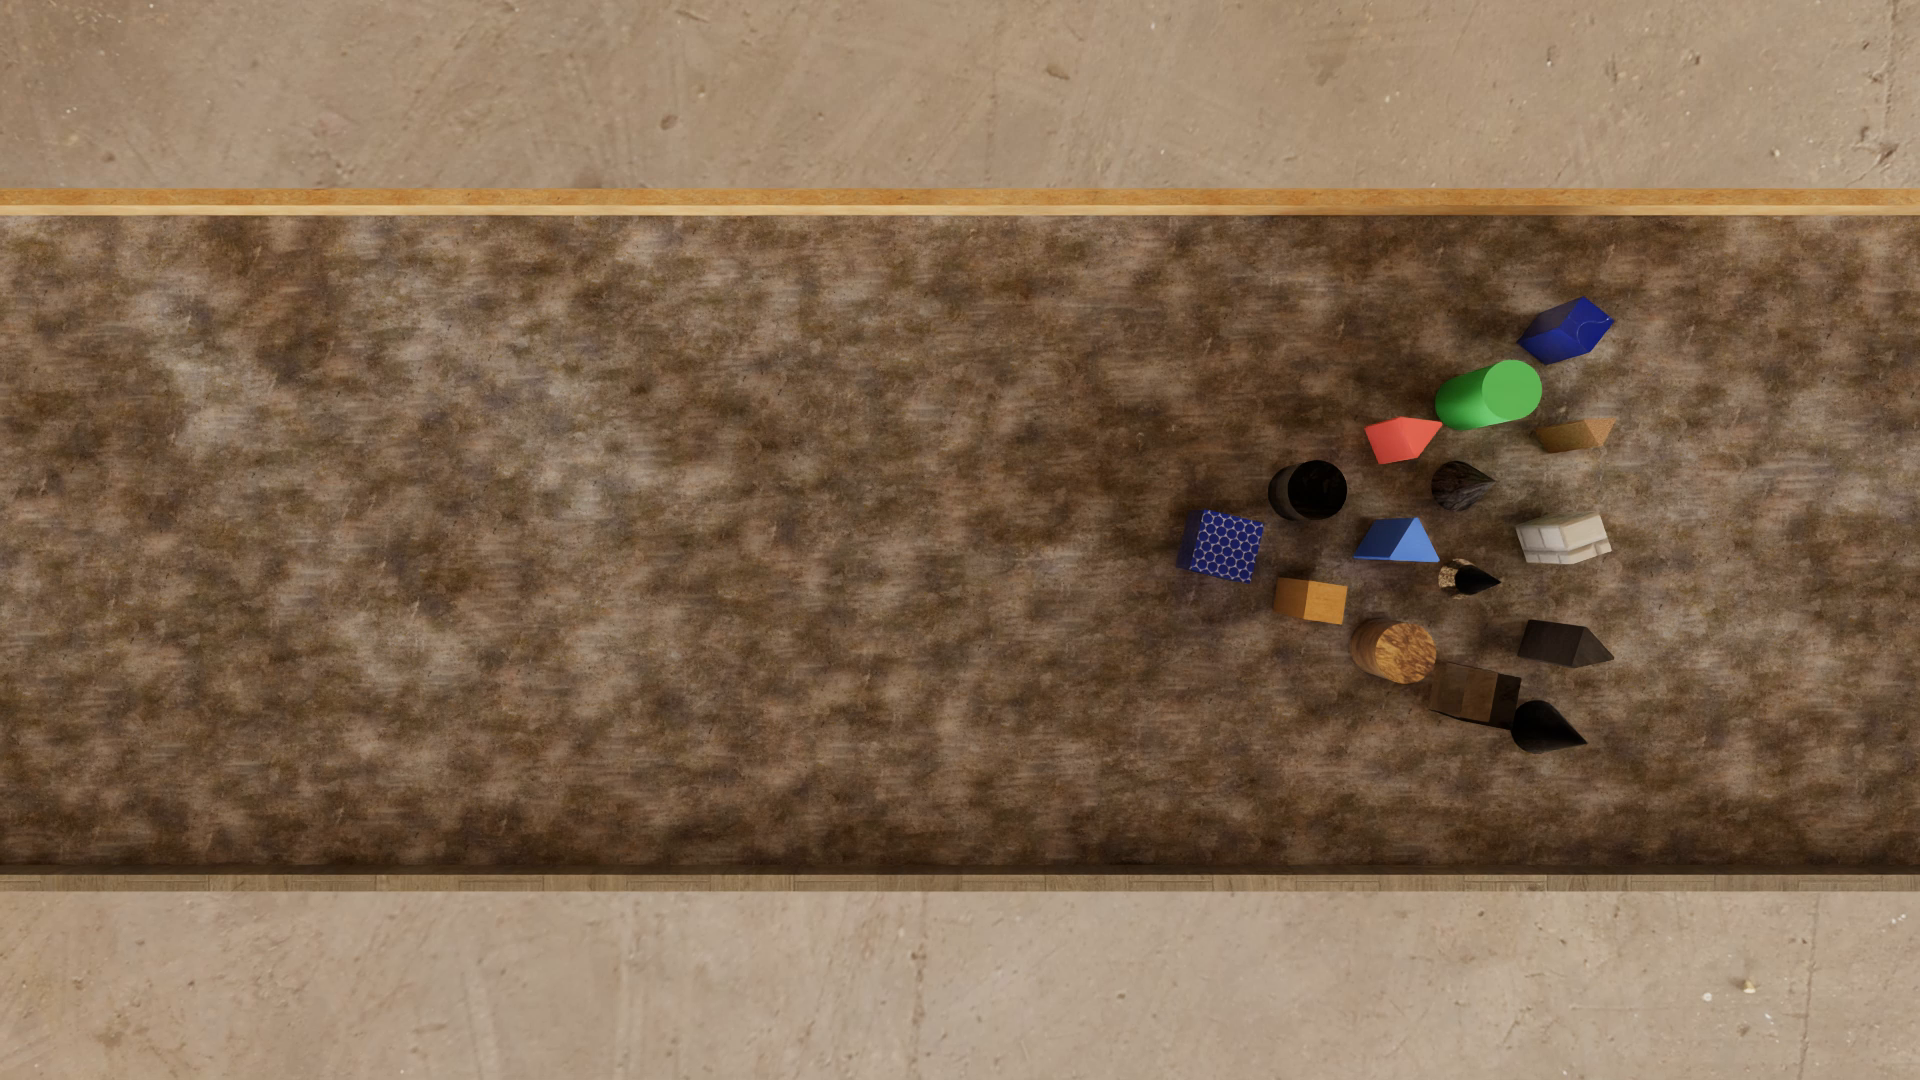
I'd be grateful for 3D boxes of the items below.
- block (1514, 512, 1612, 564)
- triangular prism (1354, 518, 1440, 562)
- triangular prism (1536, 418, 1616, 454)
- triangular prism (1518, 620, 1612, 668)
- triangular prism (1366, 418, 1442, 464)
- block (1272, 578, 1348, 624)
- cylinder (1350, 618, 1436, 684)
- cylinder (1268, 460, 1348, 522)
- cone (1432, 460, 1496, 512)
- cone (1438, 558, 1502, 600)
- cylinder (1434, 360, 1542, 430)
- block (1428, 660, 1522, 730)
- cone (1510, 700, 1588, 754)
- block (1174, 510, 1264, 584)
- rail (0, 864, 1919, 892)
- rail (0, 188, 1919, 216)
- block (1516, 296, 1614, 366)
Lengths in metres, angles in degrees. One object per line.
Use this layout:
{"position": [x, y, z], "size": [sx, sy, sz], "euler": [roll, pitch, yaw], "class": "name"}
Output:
{"position": [1.782, -0.007, 4.888], "size": [0.119, 0.377, 0.119], "euler": [-19, 90, 0], "class": "block"}
{"position": [1.282, -0.004, 4.858], "size": [0.139, 0.437, 0.120], "euler": [3, 90, 0], "class": "triangular prism"}
{"position": [1.824, -0.323, 4.873], "size": [0.077, 0.406, 0.088], "euler": [-32, 90, 0], "class": "triangular prism"}
{"position": [1.765, 0.294, 4.851], "size": [0.121, 0.452, 0.104], "euler": [-12, 90, 0], "class": "triangular prism"}
{"position": [1.288, -0.315, 4.877], "size": [0.107, 0.398, 0.124], "euler": [37, 90, 0], "class": "triangular prism"}
{"position": [1.024, 0.176, 4.847], "size": [0.108, 0.458, 0.108], "euler": [8, 90, 0], "class": "block"}
{"position": [1.287, 0.327, 4.920], "size": [0.176, 0.313, 0.176], "euler": [0, 90, 0], "class": "cylinder"}
{"position": [1.034, -0.145, 4.924], "size": [0.174, 0.304, 0.174], "euler": [0, 90, 0], "class": "cylinder"}
{"position": [1.528, -0.166, 4.884], "size": [0.155, 0.384, 0.155], "euler": [0, 90, 0], "class": "cone"}
{"position": [1.536, 0.120, 4.873], "size": [0.126, 0.407, 0.126], "euler": [0, 90, 0], "class": "cone"}
{"position": [1.545, -0.421, 4.847], "size": [0.168, 0.459, 0.168], "euler": [0, 90, 0], "class": "cylinder"}
{"position": [1.529, 0.459, 4.915], "size": [0.155, 0.323, 0.155], "euler": [11, 90, 0], "class": "block"}
{"position": [1.777, 0.576, 4.869], "size": [0.166, 0.415, 0.166], "euler": [0, 90, 0], "class": "cone"}
{"position": [0.770, 0.018, 4.913], "size": [0.179, 0.327, 0.179], "euler": [14, 90, 0], "class": "block"}
{"position": [-2.247, 1.025, 5.001], "size": [12.000, 0.150, 0.050], "euler": [0, 90, 0], "class": "rail"}
{"position": [-2.247, -1.025, 5.002], "size": [12.000, 0.150, 0.050], "euler": [0, 90, 0], "class": "rail"}
{"position": [1.793, -0.618, 4.898], "size": [0.115, 0.358, 0.115], "euler": [38, 90, 0], "class": "block"}
